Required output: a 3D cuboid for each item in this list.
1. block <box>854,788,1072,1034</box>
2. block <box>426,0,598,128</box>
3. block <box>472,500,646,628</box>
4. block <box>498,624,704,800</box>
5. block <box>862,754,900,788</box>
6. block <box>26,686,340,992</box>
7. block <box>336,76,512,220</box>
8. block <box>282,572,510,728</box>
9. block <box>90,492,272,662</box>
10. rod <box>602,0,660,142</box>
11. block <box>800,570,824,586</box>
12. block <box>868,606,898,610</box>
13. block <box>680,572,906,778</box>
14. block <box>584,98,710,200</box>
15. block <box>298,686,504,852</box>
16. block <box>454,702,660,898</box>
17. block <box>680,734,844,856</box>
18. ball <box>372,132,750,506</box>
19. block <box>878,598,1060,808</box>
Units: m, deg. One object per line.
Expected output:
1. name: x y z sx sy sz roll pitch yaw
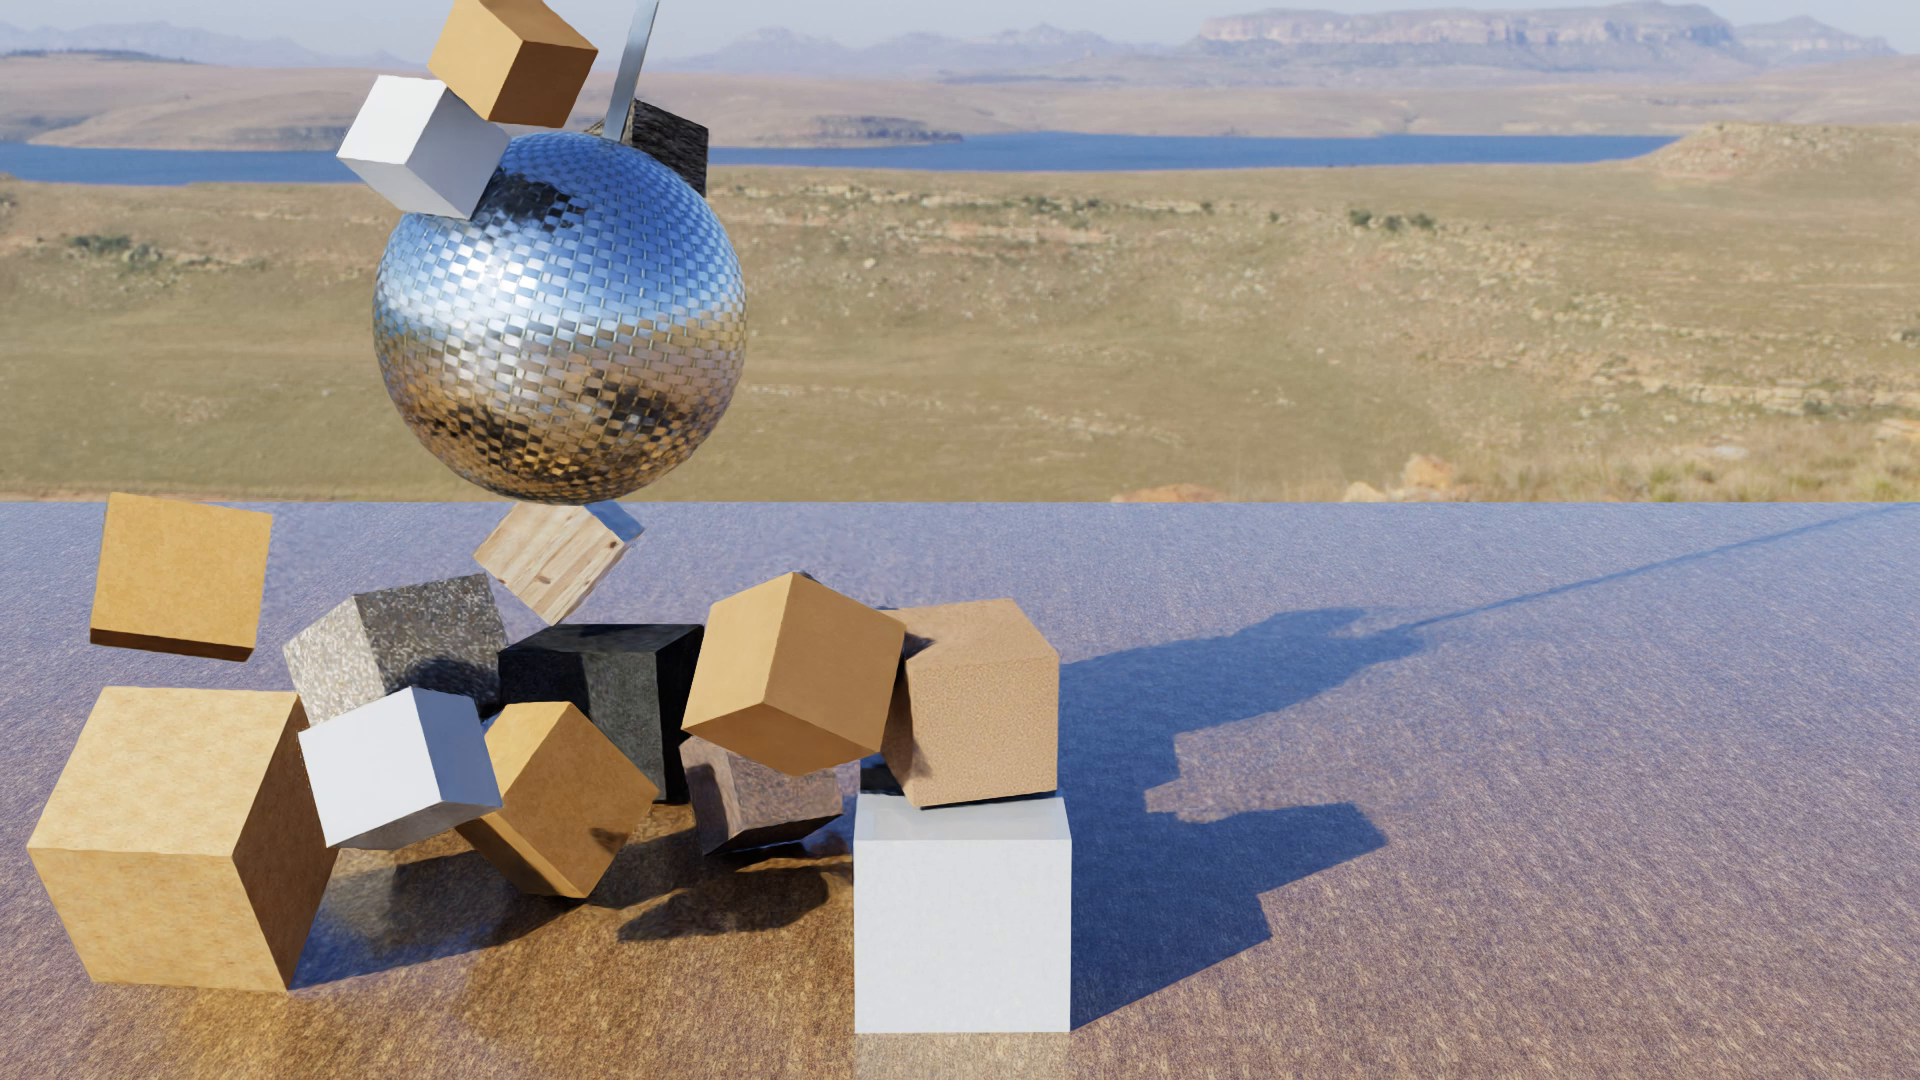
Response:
1. block: 0.004 1.401 9.788 0.797 0.741 0.689 0 10 -1
2. block: -1.763 -1.898 10.116 0.402 0.360 0.416 42 26 26
3. block: -1.992 0.012 12.762 0.531 0.564 0.468 41 10 -2
4. block: -1.751 0.844 12.752 0.819 0.729 0.671 -1 10 15
5. block: -0.017 1.230 10.501 0.763 0.823 0.765 0 10 -2
6. block: -2.987 1.162 10.016 0.797 0.814 0.824 1 43 8
7. block: -2.162 -1.585 10.354 0.425 0.390 0.400 12 -19 37
8. block: -2.854 0.672 13.172 0.795 0.677 0.773 -11 -14 -45
9. block: -3.368 0.173 11.080 0.662 0.577 0.696 8 -10 -17
10. rod: -0.739 -4.151 10.426 0.080 5.200 0.080 16 10 -3
11. block: -0.703 0.564 12.637 0.587 0.521 0.549 37 5 -6
12. block: -0.239 0.697 13.954 0.562 0.464 0.466 1 41 7
13. block: -0.623 0.514 9.623 0.526 0.521 0.566 27 -28 -29
14. block: -1.445 -1.698 11.730 0.413 0.397 0.412 17 -25 -38
15. block: -2.067 0.854 9.501 0.489 0.439 0.460 -22 -15 14
16. block: -1.763 1.106 10.944 0.500 0.593 0.576 -6 43 48
17. block: -0.903 1.083 11.623 0.493 0.524 0.516 -7 -16 -29
18. ball: -1.705 -0.944 11.009 1.600 1.600 1.600 0 10 0
19. block: 0.013 0.622 9.978 0.571 0.561 0.620 -5 21 -15
